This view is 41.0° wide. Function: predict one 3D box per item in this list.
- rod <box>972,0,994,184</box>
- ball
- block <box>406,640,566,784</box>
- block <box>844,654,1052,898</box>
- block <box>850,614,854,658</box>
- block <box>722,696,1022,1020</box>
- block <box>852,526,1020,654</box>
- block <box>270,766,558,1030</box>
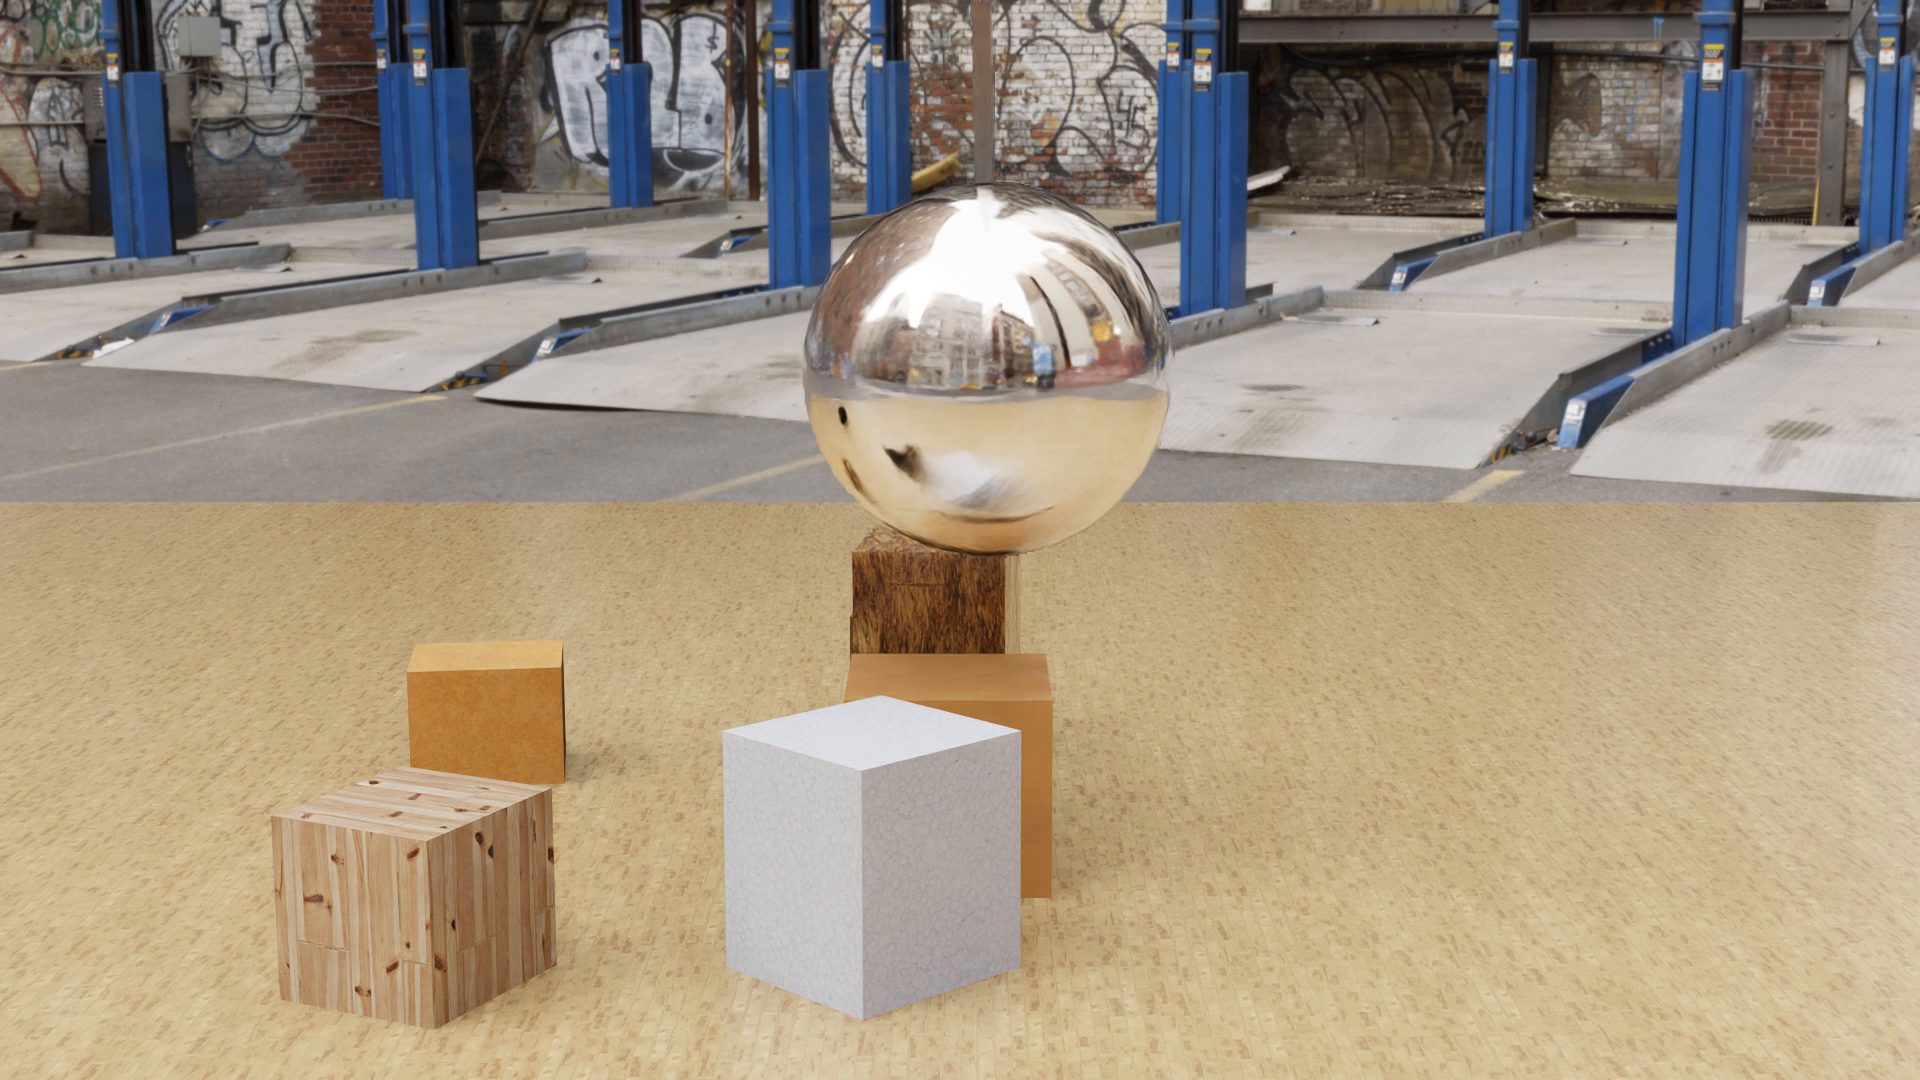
[{"bbox_3d":[0.051,-4.075,10.439,0.080,5.200,0.080,-1,10,0],"label":"rod"},{"bbox_3d":[0.118,-0.730,11.048,1.600,1.600,1.600,0,10,0],"label":"ball"},{"bbox_3d":[-2.399,0.879,13.064,0.753,0.597,0.639,-1,10,-8],"label":"block"},{"bbox_3d":[-0.051,1.034,11.431,0.890,0.877,0.893,0,10,0],"label":"block"},{"bbox_3d":[-0.116,0.707,13.460,0.817,0.794,0.892,1,10,4],"label":"block"},{"bbox_3d":[-0.345,1.223,10.129,0.841,0.969,0.813,-10,14,-43],"label":"block"},{"bbox_3d":[-0.102,0.335,12.262,0.714,0.682,0.686,1,10,7],"label":"block"},{"bbox_3d":[-2.111,1.371,9.984,0.732,0.731,0.791,5,11,26],"label":"block"}]
